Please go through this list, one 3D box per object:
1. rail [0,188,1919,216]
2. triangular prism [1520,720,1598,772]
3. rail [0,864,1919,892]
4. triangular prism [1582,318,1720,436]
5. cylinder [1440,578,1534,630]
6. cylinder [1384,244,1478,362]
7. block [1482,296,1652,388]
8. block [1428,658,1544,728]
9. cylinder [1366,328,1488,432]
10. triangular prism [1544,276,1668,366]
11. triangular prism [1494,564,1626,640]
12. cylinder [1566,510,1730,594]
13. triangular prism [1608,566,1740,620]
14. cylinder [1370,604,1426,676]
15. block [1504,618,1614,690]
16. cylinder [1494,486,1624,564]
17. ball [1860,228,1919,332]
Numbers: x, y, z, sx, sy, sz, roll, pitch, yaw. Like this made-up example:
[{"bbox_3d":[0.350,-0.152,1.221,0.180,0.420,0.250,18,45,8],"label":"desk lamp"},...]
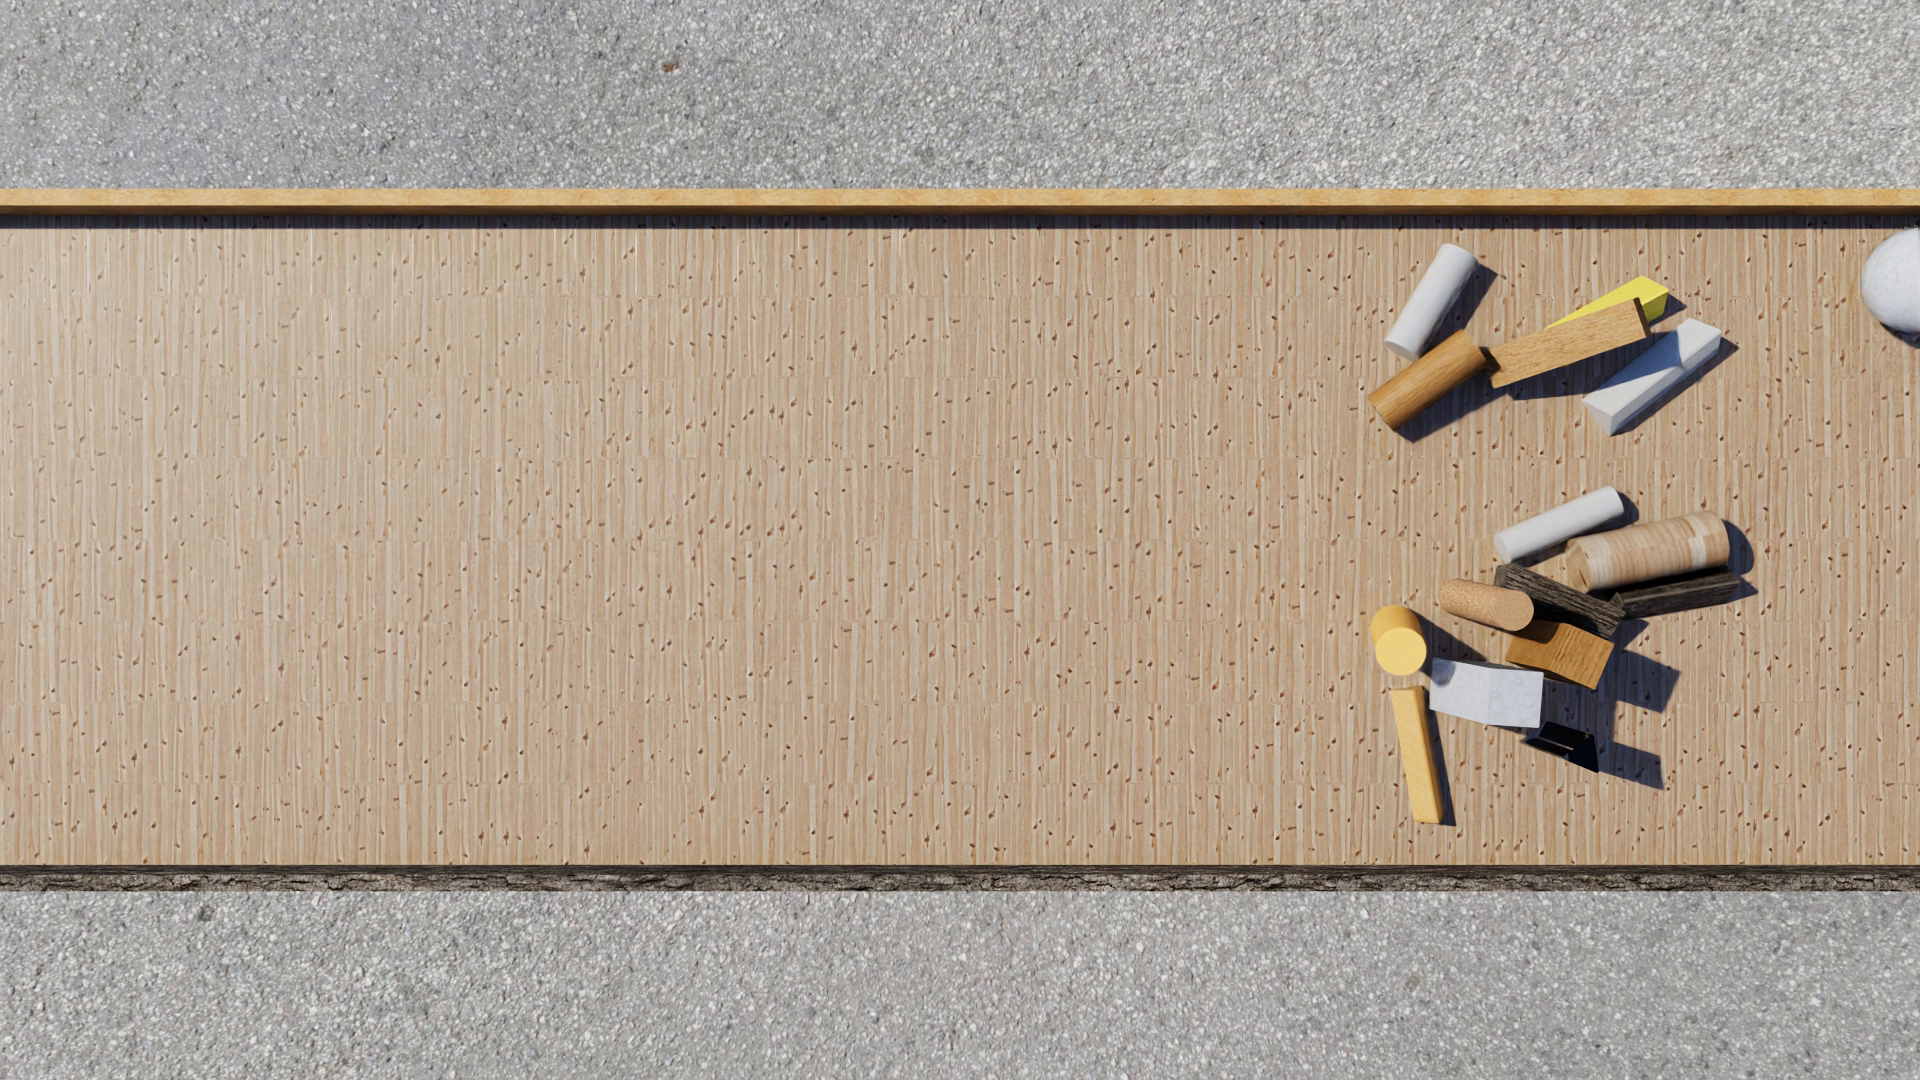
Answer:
[{"bbox_3d":[-2.247,-1.025,5.002,12.000,0.150,0.050,0,90,0],"label":"rail"},{"bbox_3d":[1.789,0.600,4.892,0.109,0.369,0.095,22,90,0],"label":"triangular prism"},{"bbox_3d":[-2.247,1.025,5.001,12.000,0.150,0.050,0,90,0],"label":"rail"},{"bbox_3d":[2.120,-0.501,5.014,0.418,0.119,0.138,-37,90,0],"label":"triangular prism"},{"bbox_3d":[1.541,0.186,4.848,0.114,0.450,0.114,0,93,-3],"label":"cylinder"},{"bbox_3d":[1.432,-0.721,5.016,0.121,0.121,0.344,31,90,0],"label":"cylinder"},{"bbox_3d":[1.801,-0.585,4.906,0.451,0.119,0.119,-19,90,32],"label":"block"},{"bbox_3d":[1.547,0.446,4.871,0.158,0.394,0.158,5,90,-8],"label":"block"},{"bbox_3d":[1.408,-0.479,4.973,0.338,0.136,0.136,-37,90,12],"label":"cylinder"},{"bbox_3d":[1.979,-0.672,5.016,0.341,0.115,0.133,-29,90,0],"label":"triangular prism"},{"bbox_3d":[1.812,0.175,4.987,0.368,0.120,0.138,23,55,0],"label":"triangular prism"},{"bbox_3d":[2.076,0.038,4.990,0.426,0.173,0.173,-12,90,0],"label":"cylinder"},{"bbox_3d":[2.168,0.154,5.012,0.352,0.122,0.141,-10,90,0],"label":"triangular prism"},{"bbox_3d":[1.302,0.295,4.910,0.142,0.307,0.142,2,101,11],"label":"cylinder"},{"bbox_3d":[1.768,0.332,4.884,0.142,0.385,0.142,23,90,0],"label":"block"},{"bbox_3d":[1.822,-0.046,5.025,0.371,0.104,0.104,-23,90,0],"label":"cylinder"},{"bbox_3d":[2.863,-0.775,4.920,0.312,0.312,0.312,0,90,0],"label":"ball"}]
